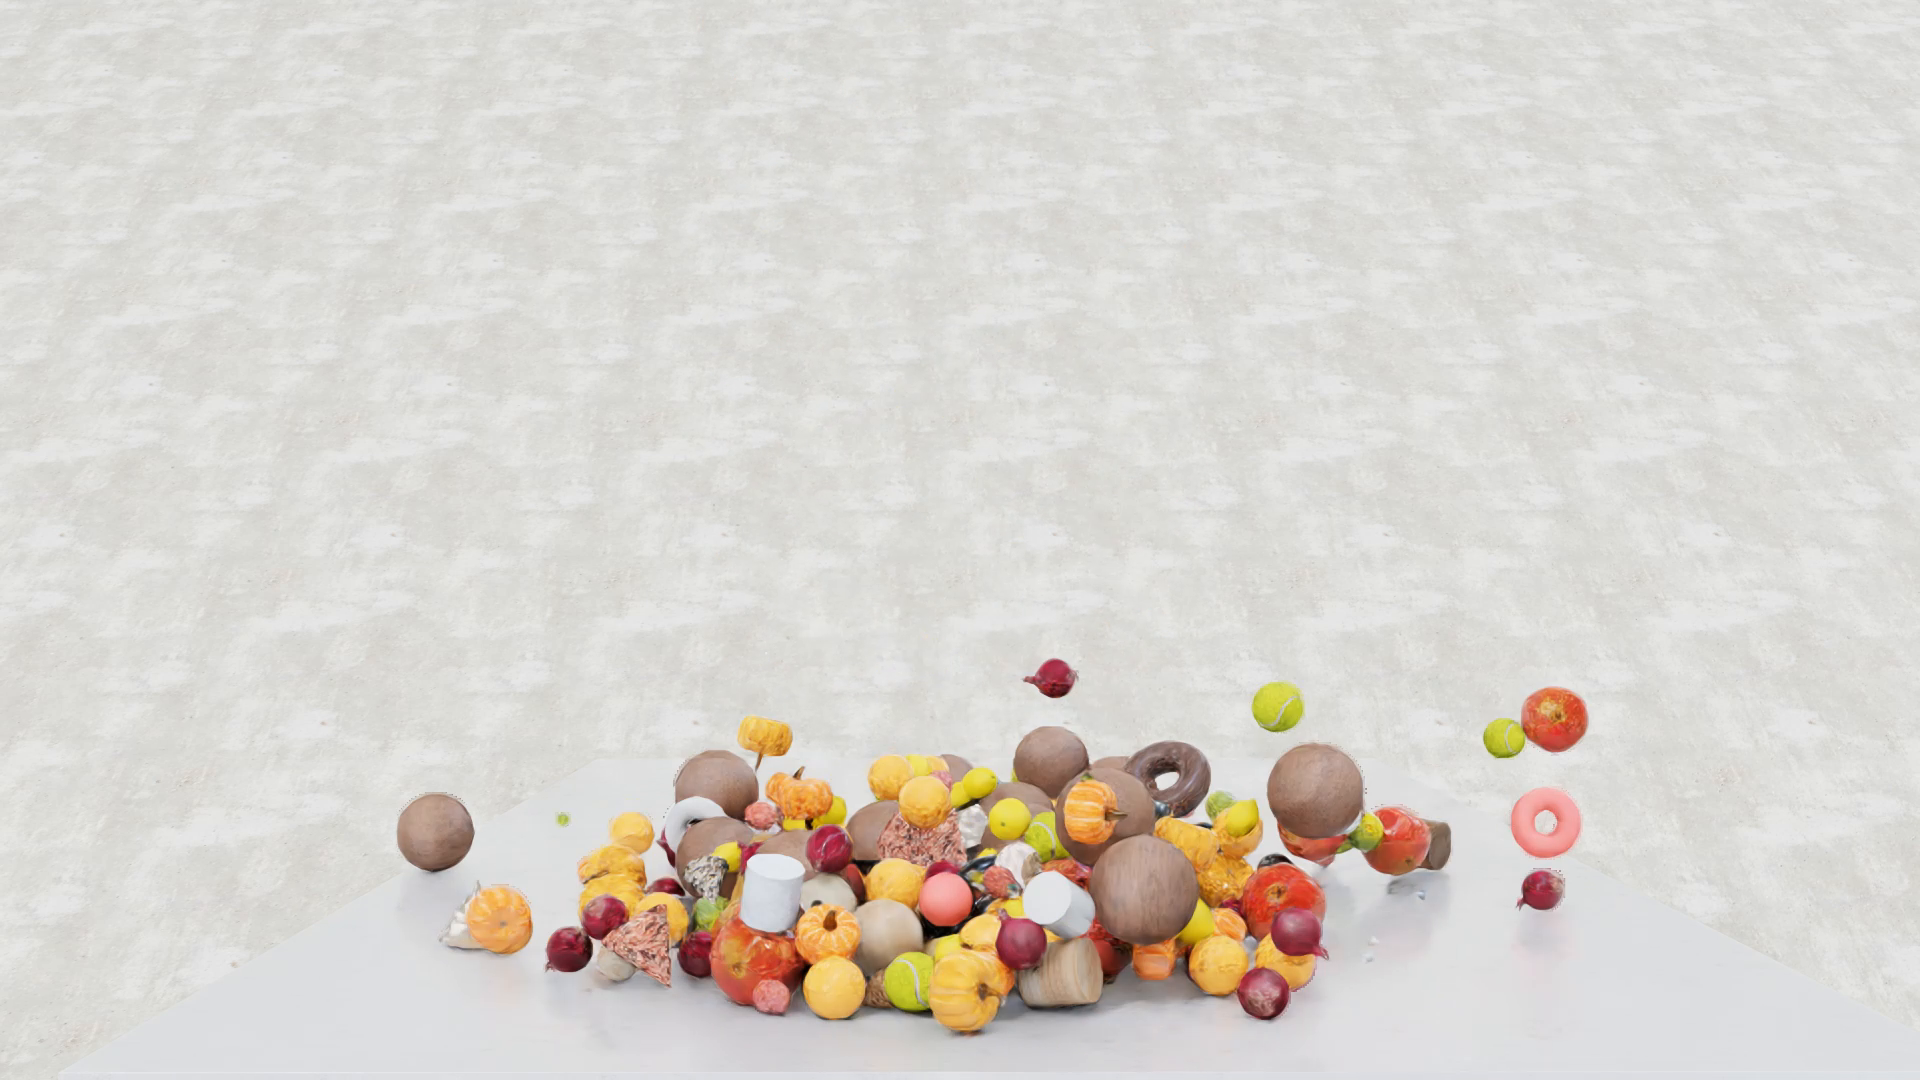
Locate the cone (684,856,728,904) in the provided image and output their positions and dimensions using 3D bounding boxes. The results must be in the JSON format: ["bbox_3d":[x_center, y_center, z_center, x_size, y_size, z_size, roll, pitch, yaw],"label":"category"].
[{"bbox_3d":[-0.297,0.413,3.070,0.055,0.055,0.055,-7,43,-12],"label":"cone"}]

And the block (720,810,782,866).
[{"bbox_3d":[-0.339,0.489,4.193,0.065,0.065,0.065,28,16,3],"label":"block"}]

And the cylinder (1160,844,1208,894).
[{"bbox_3d":[0.344,0.515,4.055,0.074,0.074,0.074,7,31,-2],"label":"cylinder"}]

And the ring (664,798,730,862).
[{"bbox_3d":[-0.395,0.436,3.893,0.100,0.100,0.033,4,7,6],"label":"ring"}]

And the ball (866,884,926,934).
[{"bbox_3d":[-0.082,0.481,3.294,0.086,0.086,0.086,0,31,0],"label":"ball"}]

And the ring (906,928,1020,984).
[{"bbox_3d":[0.001,0.514,3.194,0.149,0.050,0.149,-12,-13,-3],"label":"ring"}]

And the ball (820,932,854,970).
[{"bbox_3d":[-0.149,0.521,3.304,0.058,0.058,0.058,0,31,0],"label":"ball"}]

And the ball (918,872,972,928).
[{"bbox_3d":[-0.017,0.438,3.151,0.066,0.066,0.066,0,31,0],"label":"ball"}]

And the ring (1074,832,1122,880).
[{"bbox_3d":[0.183,0.418,3.424,0.075,0.025,0.075,38,17,-13],"label":"ring"}]

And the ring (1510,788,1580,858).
[{"bbox_3d":[0.941,0.454,4.160,0.114,0.114,0.038,-3,-1,-4],"label":"ring"}]

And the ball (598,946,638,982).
[{"bbox_3d":[-0.426,0.524,3.234,0.054,0.054,0.054,0,31,0],"label":"ball"}]

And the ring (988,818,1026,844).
[{"bbox_3d":[0.052,0.533,4.689,0.141,0.047,0.141,1,1,0],"label":"ring"}]

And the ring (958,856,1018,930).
[{"bbox_3d":[0.024,0.465,3.330,0.129,0.129,0.043,-26,42,-37],"label":"ring"}]

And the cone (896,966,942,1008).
[{"bbox_3d":[-0.058,0.538,3.051,0.052,0.052,0.052,26,43,36],"label":"cone"}]

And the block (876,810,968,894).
[{"bbox_3d":[-0.052,0.429,3.538,0.088,0.088,0.088,-1,58,-23],"label":"block"}]

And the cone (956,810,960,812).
[{"bbox_3d":[-0.024,0.535,4.549,0.090,0.090,0.090,18,37,28],"label":"cone"}]

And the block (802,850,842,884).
[{"bbox_3d":[-0.199,0.496,3.729,0.064,0.064,0.064,21,13,-17],"label":"block"}]

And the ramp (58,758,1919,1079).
[{"bbox_3d":[0.068,0.606,4.671,2.000,0.100,4.000,0,0,0],"label":"ramp"}]

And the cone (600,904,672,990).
[{"bbox_3d":[-0.378,0.512,3.181,0.094,0.094,0.094,-23,74,-34],"label":"cone"}]

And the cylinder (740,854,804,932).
[{"bbox_3d":[-0.221,0.414,3.043,0.068,0.068,0.068,9,18,-3],"label":"cylinder"}]

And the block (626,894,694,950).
[{"bbox_3d":[-0.408,0.519,3.523,0.065,0.065,0.065,0,0,33],"label":"block"}]

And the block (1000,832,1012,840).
[{"bbox_3d":[0.050,0.519,4.252,0.070,0.070,0.070,0,0,2],"label":"block"}]

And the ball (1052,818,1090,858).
[{"bbox_3d":[0.191,0.519,4.493,0.072,0.072,0.072,0,31,0],"label":"ball"}]

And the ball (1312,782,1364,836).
[{"bbox_3d":[0.531,0.377,3.631,0.073,0.073,0.073,0,31,0],"label":"ball"}]

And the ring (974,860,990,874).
[{"bbox_3d":[-0.001,0.464,3.879,0.101,0.101,0.034,2,22,4],"label":"ring"}]

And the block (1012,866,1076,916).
[{"bbox_3d":[0.124,0.517,3.810,0.067,0.067,0.067,-4,-4,43],"label":"block"}]

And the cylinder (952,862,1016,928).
[{"bbox_3d":[0.011,0.489,3.427,0.088,0.088,0.088,41,35,-6],"label":"cylinder"}]

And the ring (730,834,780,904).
[{"bbox_3d":[-0.289,0.479,3.624,0.047,0.142,0.142,18,31,-3],"label":"ring"}]

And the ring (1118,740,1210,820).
[{"bbox_3d":[0.301,0.355,3.810,0.143,0.048,0.143,-15,41,13],"label":"ring"}]

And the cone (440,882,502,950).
[{"bbox_3d":[-0.659,0.504,3.516,0.086,0.086,0.086,6,0,0],"label":"cone"}]

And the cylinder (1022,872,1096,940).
[{"bbox_3d":[0.115,0.424,3.000,0.063,0.063,0.063,-14,60,25],"label":"cylinder"}]

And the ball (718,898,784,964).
[{"bbox_3d":[-0.271,0.507,3.371,0.088,0.088,0.088,0,31,0],"label":"ball"}]

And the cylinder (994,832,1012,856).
[{"bbox_3d":[0.022,0.496,4.011,0.098,0.098,0.098,25,3,36],"label":"cylinder"}]

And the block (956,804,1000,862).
[{"bbox_3d":[0.011,0.437,3.781,0.061,0.061,0.061,-19,55,-25],"label":"block"}]

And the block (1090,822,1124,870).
[{"bbox_3d":[0.260,0.515,4.337,0.070,0.070,0.070,9,-3,-16],"label":"block"}]

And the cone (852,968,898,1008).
[{"bbox_3d":[-0.106,0.538,3.048,0.051,0.051,0.051,-27,27,14],"label":"cone"}]

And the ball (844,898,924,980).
[{"bbox_3d":[-0.092,0.483,3.130,0.097,0.097,0.097,0,31,0],"label":"ball"}]

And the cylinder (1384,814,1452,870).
[{"bbox_3d":[0.769,0.508,4.345,0.083,0.083,0.083,6,28,37],"label":"cylinder"}]

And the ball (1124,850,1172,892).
[{"bbox_3d":[0.271,0.473,3.732,0.070,0.070,0.070,0,31,0],"label":"ball"}]

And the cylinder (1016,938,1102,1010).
[{"bbox_3d":[0.117,0.506,3.021,0.076,0.076,0.076,-11,25,24],"label":"cylinder"}]

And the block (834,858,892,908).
[{"bbox_3d":[-0.128,0.454,3.379,0.061,0.061,0.061,6,71,-14],"label":"block"}]

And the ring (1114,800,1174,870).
[{"bbox_3d":[0.253,0.404,3.545,0.036,0.107,0.107,32,42,29],"label":"ring"}]

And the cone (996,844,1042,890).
[{"bbox_3d":[0.079,0.425,3.317,0.060,0.060,0.060,-3,70,8],"label":"cone"}]

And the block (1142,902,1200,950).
[{"bbox_3d":[0.287,0.524,3.521,0.055,0.055,0.055,0,0,39],"label":"block"}]

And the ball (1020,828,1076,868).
[{"bbox_3d":[0.134,0.504,4.073,0.099,0.099,0.099,0,31,0],"label":"ball"}]

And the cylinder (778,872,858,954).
[{"bbox_3d":[-0.177,0.453,3.153,0.075,0.075,0.075,25,35,36],"label":"cylinder"}]
